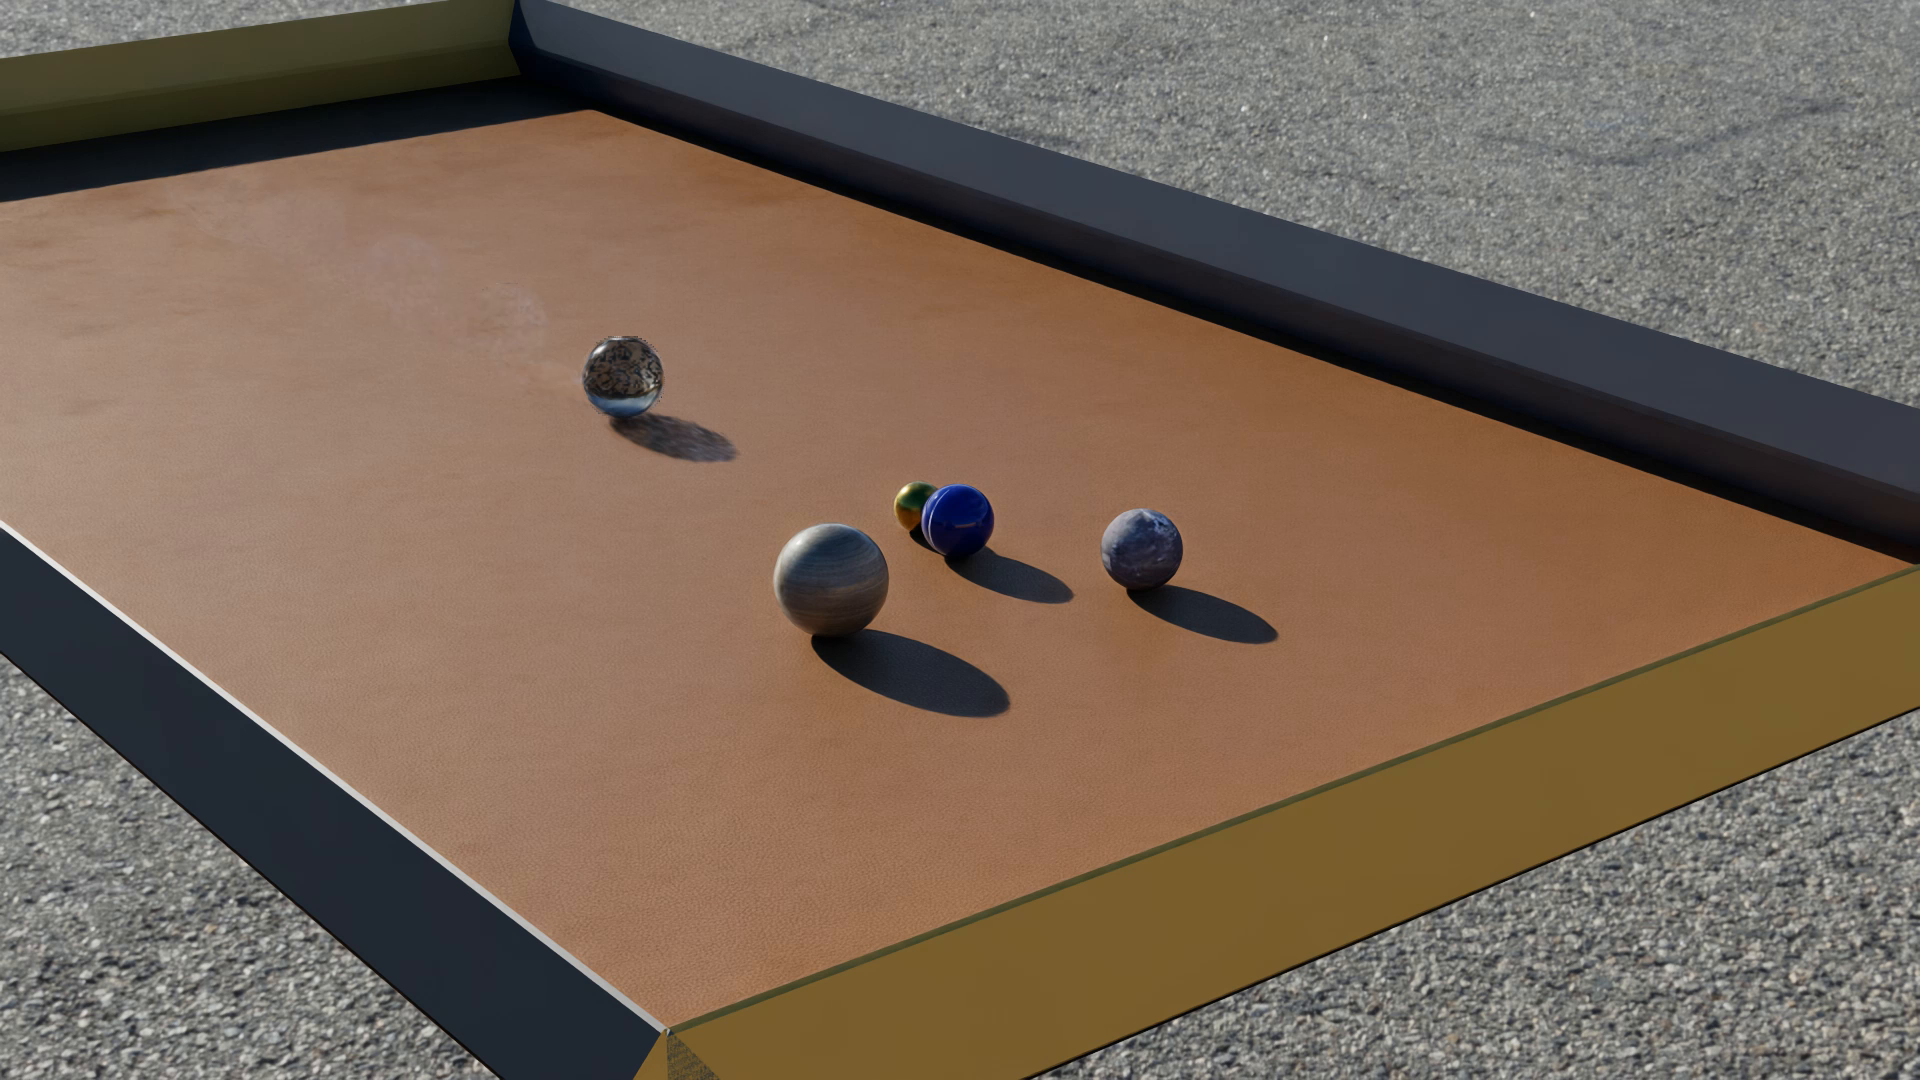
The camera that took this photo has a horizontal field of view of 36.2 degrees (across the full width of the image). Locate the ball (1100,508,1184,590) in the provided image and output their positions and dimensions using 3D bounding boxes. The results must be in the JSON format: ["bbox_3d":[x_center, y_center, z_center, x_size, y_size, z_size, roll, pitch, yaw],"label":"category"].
[{"bbox_3d":[0.157,0.008,2.545,0.071,0.071,0.071,0,21,0],"label":"ball"}]

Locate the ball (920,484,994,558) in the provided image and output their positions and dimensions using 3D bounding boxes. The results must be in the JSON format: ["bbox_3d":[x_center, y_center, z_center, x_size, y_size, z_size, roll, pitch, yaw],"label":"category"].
[{"bbox_3d":[-0.002,-0.017,2.619,0.066,0.066,0.066,0,21,0],"label":"ball"}]

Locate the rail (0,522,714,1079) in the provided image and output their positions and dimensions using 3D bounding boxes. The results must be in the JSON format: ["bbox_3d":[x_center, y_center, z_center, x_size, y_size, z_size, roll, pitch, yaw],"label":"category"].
[{"bbox_3d":[-0.975,-0.066,2.660,0.045,0.126,2.729,-16,26,-35],"label":"rail"}]

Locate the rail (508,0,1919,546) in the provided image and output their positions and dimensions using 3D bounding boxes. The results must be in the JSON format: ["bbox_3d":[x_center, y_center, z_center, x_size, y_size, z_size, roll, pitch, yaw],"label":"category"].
[{"bbox_3d":[0.143,-0.378,3.463,0.045,0.126,2.729,-16,26,-35],"label":"rail"}]

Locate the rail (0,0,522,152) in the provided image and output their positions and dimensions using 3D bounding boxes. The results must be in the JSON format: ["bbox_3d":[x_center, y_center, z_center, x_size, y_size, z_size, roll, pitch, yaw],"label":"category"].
[{"bbox_3d":[-1.235,-0.606,4.052,1.459,0.126,0.045,-16,26,-35],"label":"rail"}]

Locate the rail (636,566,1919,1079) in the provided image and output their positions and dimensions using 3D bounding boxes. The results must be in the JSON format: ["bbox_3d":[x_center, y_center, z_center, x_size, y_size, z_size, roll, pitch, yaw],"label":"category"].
[{"bbox_3d":[0.402,0.162,2.071,1.459,0.126,0.045,-16,26,-35],"label":"rail"}]

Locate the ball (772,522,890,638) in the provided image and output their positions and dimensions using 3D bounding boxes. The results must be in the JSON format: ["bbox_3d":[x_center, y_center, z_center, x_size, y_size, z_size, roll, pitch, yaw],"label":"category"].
[{"bbox_3d":[-0.107,0.033,2.445,0.097,0.097,0.097,0,21,0],"label":"ball"}]

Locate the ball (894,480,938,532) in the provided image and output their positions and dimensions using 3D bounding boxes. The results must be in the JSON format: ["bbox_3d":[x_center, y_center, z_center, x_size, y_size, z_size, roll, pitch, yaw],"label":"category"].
[{"bbox_3d":[-0.037,-0.030,2.678,0.047,0.047,0.047,0,21,0],"label":"ball"}]

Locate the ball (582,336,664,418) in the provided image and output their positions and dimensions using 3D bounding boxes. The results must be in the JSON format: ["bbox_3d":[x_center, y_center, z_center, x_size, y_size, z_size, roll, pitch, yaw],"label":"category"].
[{"bbox_3d":[-0.341,-0.164,2.976,0.082,0.082,0.082,0,21,0],"label":"ball"}]
